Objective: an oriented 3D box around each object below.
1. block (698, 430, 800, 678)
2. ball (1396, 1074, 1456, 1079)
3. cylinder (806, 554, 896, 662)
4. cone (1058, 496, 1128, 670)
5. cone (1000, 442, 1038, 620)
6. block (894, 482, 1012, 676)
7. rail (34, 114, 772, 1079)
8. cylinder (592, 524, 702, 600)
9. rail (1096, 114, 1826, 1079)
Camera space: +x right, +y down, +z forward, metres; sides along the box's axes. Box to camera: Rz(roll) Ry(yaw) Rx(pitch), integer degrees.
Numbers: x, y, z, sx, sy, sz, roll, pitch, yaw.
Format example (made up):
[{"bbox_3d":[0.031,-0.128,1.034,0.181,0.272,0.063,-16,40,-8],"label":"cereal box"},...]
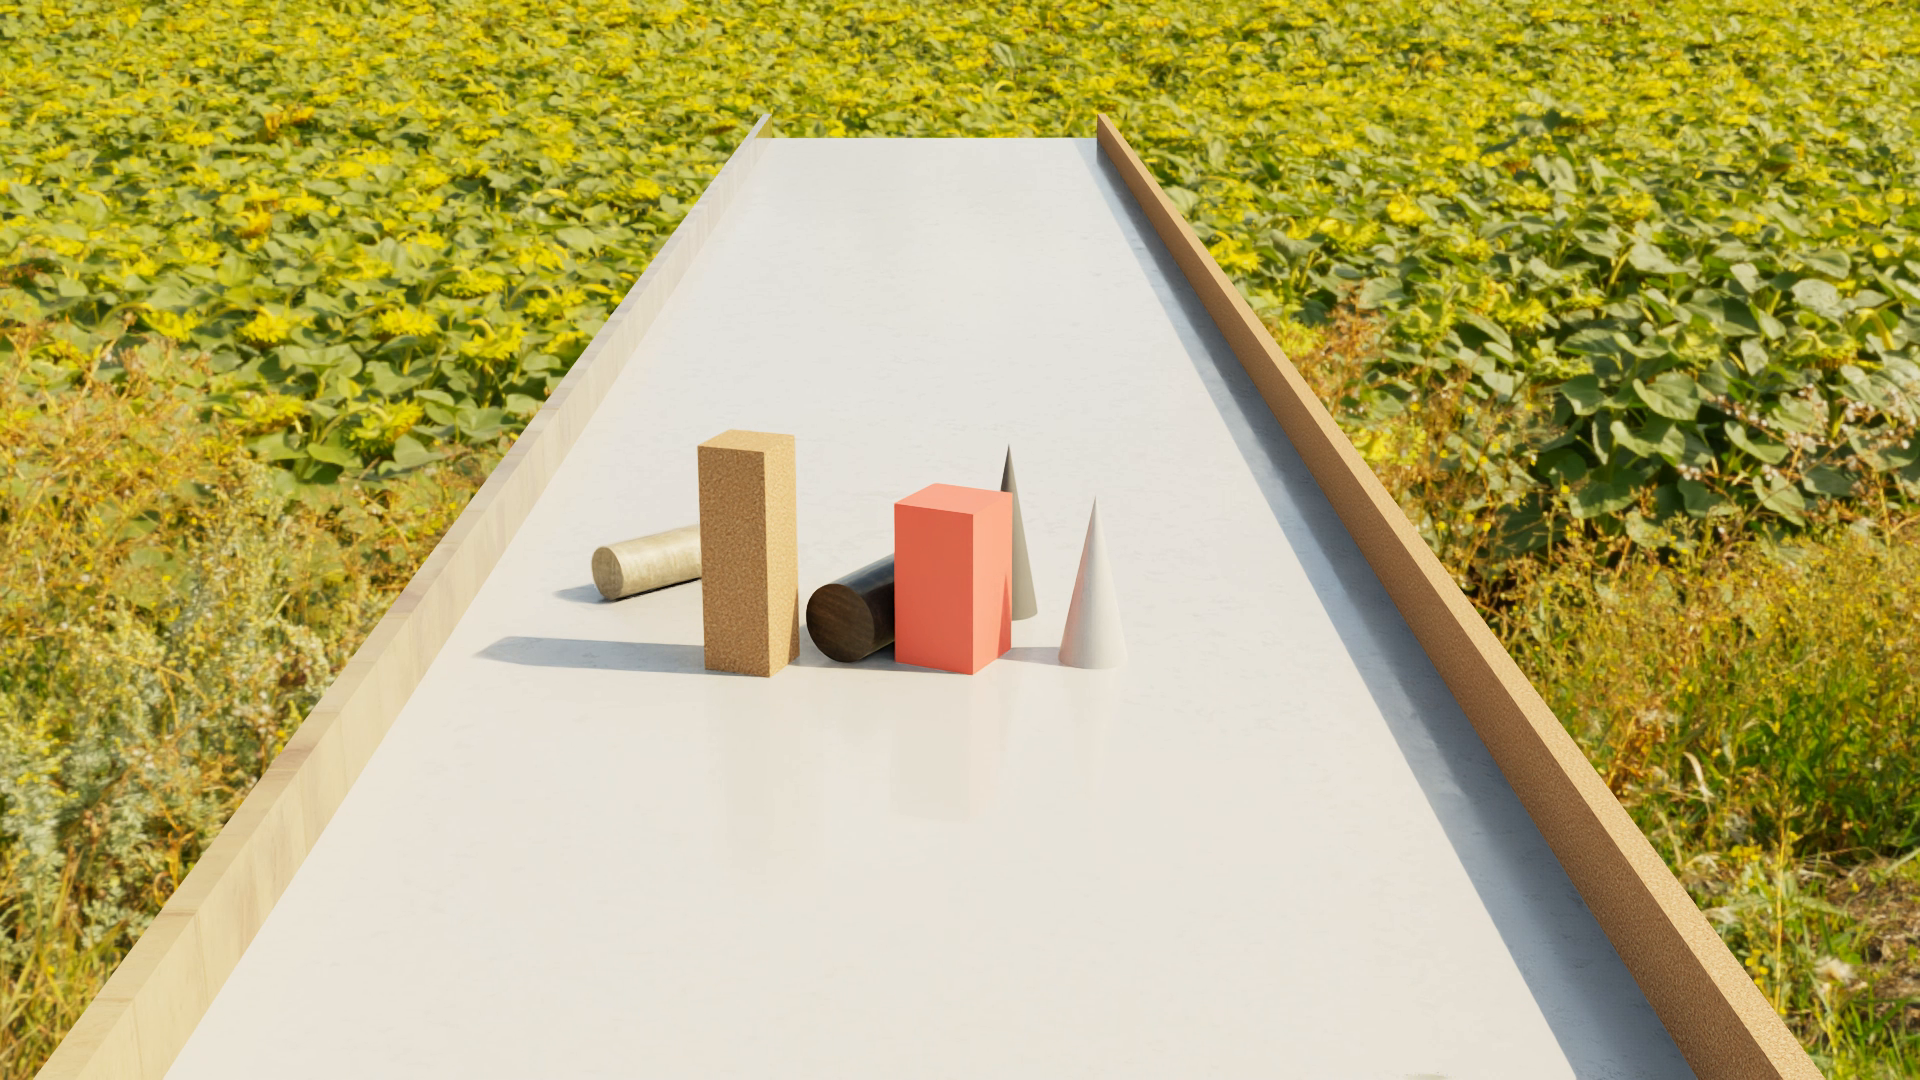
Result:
[{"bbox_3d":[-0.415,0.026,4.338,0.142,0.458,0.142,6,18,19],"label":"block"},{"bbox_3d":[0.539,0.707,2.523,0.185,0.185,0.185,0,17,0],"label":"ball"},{"bbox_3d":[-0.129,0.113,4.558,0.165,0.165,0.431,10,19,29],"label":"cylinder"},{"bbox_3d":[0.268,0.072,4.381,0.142,0.344,0.142,0,17,0],"label":"cone"},{"bbox_3d":[0.103,-0.026,4.658,0.129,0.375,0.129,0,17,0],"label":"cone"},{"bbox_3d":[-0.013,0.075,4.395,0.174,0.330,0.174,8,18,26],"label":"block"},{"bbox_3d":[-1.118,-0.838,7.780,0.050,0.150,12.000,0,17,-1],"label":"rail"},{"bbox_3d":[-0.657,0.043,4.876,0.301,0.118,0.118,-15,22,-41],"label":"cylinder"},{"bbox_3d":[0.932,-0.844,7.801,0.050,0.150,12.000,0,17,-1],"label":"rail"}]
